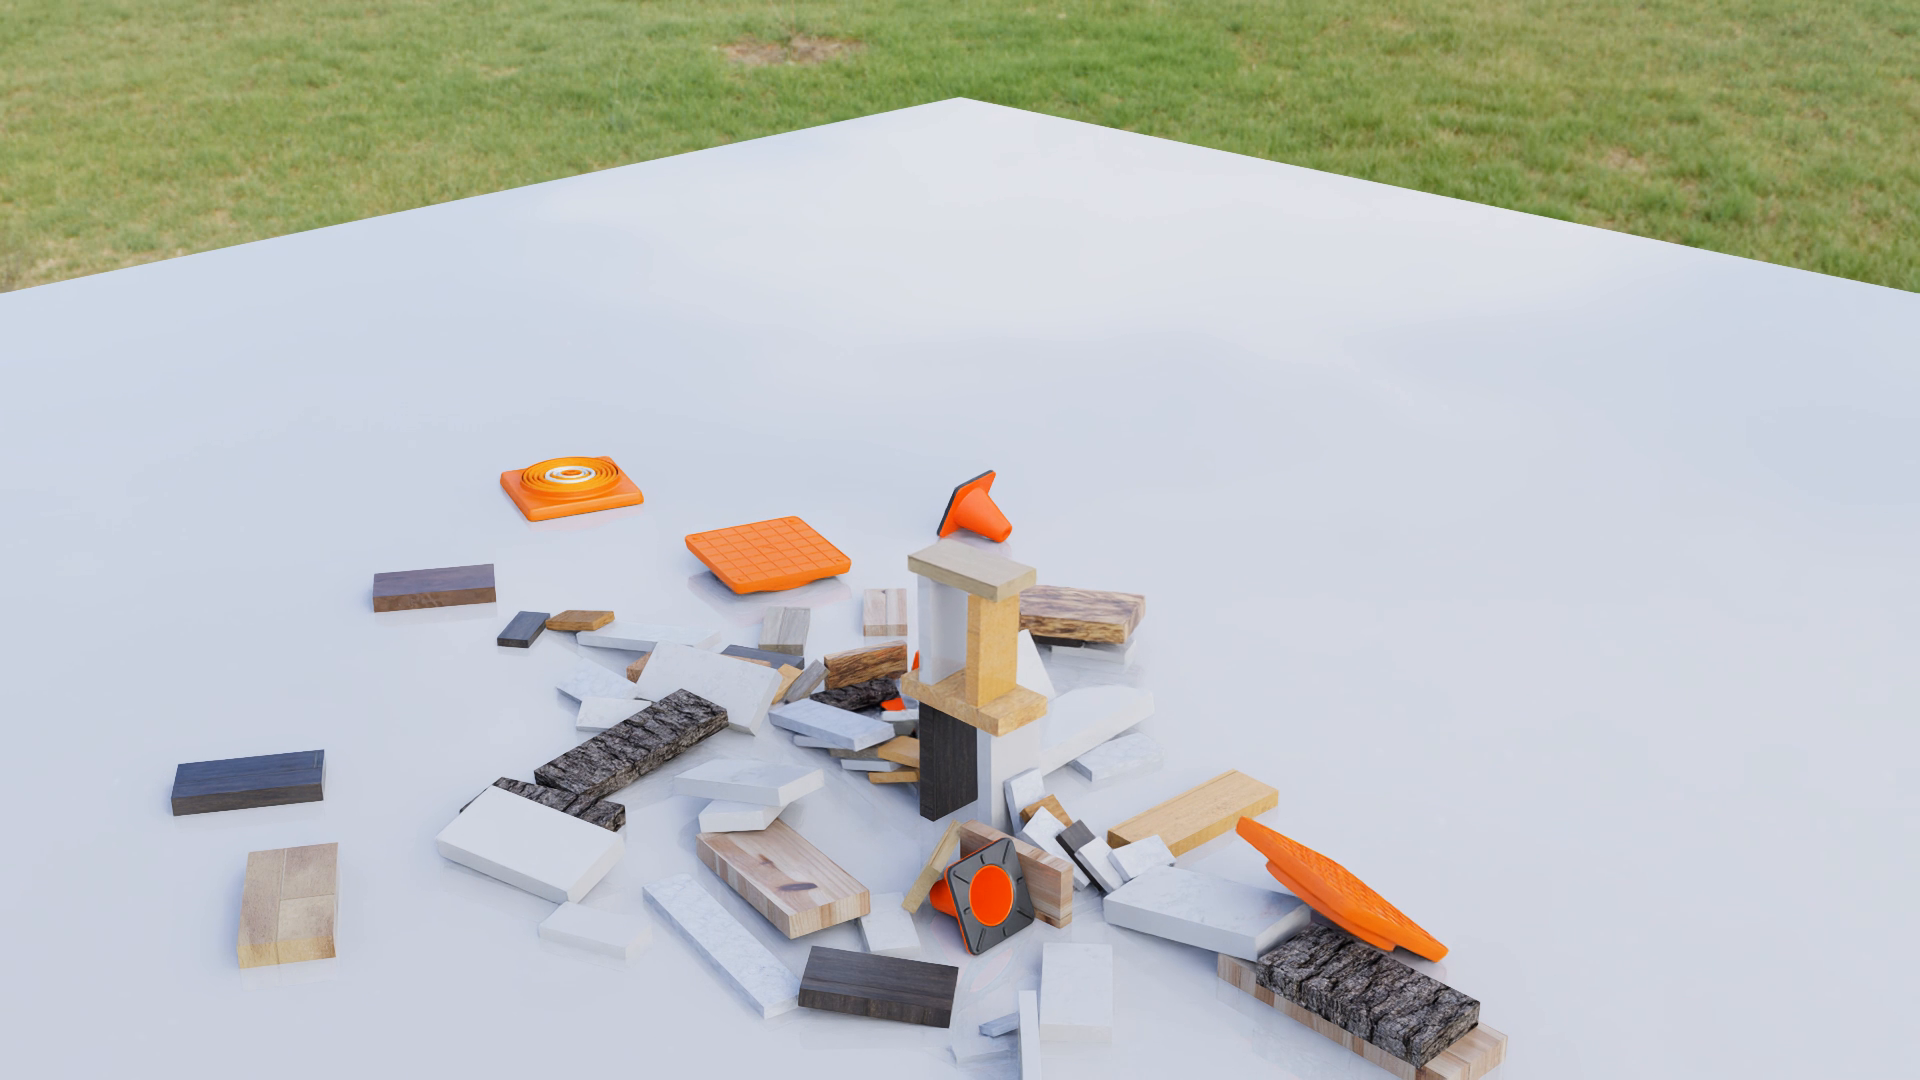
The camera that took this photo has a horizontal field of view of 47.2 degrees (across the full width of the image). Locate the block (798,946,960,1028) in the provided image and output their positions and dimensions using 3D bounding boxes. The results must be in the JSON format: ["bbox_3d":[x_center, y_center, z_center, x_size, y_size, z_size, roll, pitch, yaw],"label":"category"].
[{"bbox_3d":[-0.141,0.780,3.841,0.264,0.037,0.132,8,24,3],"label":"block"}]

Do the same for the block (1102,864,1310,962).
[{"bbox_3d":[0.449,0.678,4.021,0.340,0.048,0.170,7,21,42],"label":"block"}]

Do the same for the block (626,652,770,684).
[{"bbox_3d":[-0.590,0.301,4.973,0.292,0.041,0.146,7,22,24],"label":"block"}]

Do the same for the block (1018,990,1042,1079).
[{"bbox_3d":[0.114,0.857,3.607,0.029,0.104,0.258,0,23,0],"label":"block"}]

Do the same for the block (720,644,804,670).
[{"bbox_3d":[-0.464,0.286,5.053,0.190,0.027,0.095,9,25,20],"label":"block"}]

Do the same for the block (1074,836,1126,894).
[{"bbox_3d":[0.284,0.628,4.170,0.066,0.019,0.132,-24,65,-44],"label":"block"}]

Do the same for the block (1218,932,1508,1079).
[{"bbox_3d":[0.688,0.804,3.803,0.170,0.048,0.491,-20,30,-39],"label":"block"}]

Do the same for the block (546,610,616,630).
[{"bbox_3d":[-0.905,0.191,5.239,0.153,0.022,0.076,0,19,34],"label":"block"}]

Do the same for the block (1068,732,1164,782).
[{"bbox_3d":[0.330,0.458,4.649,0.187,0.025,0.089,-14,27,-29],"label":"block"}]

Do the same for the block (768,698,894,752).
[{"bbox_3d":[-0.277,0.391,4.683,0.096,0.027,0.369,-18,15,-31],"label":"block"}]

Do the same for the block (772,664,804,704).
[{"bbox_3d":[-0.406,0.323,4.939,0.055,0.016,0.111,20,44,30],"label":"block"}]

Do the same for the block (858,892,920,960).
[{"bbox_3d":[-0.135,0.712,4.050,0.092,0.026,0.184,-5,23,-11],"label":"block"}]

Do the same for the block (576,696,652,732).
[{"bbox_3d":[-0.752,0.383,4.784,0.153,0.022,0.076,4,53,9],"label":"block"}]

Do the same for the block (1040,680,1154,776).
[{"bbox_3d":[0.221,0.404,4.707,0.175,0.050,0.411,8,22,42],"label":"block"}]

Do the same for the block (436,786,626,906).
[{"bbox_3d":[-0.830,0.590,4.247,0.333,0.047,0.167,16,41,28],"label":"block"}]

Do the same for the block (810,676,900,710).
[{"bbox_3d":[-0.226,0.345,4.887,0.193,0.027,0.096,-12,13,-26],"label":"block"}]

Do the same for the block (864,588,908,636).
[{"bbox_3d":[-0.181,0.174,5.313,0.105,0.030,0.210,-1,23,-2],"label":"block"}]

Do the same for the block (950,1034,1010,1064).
[{"bbox_3d":[0.034,0.860,3.716,0.094,0.013,0.047,-6,24,-14],"label":"block"}]

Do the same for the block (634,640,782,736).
[{"bbox_3d":[-0.558,0.323,4.844,0.314,0.041,0.146,12,64,27],"label":"block"}]

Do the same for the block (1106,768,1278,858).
[{"bbox_3d":[0.469,0.556,4.407,0.371,0.035,0.124,-19,30,-38],"label":"block"}]

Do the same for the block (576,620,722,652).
[{"bbox_3d":[-0.724,0.226,5.106,0.370,0.027,0.095,3,21,36],"label":"block"}]

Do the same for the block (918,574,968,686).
[{"bbox_3d":[-0.034,0.159,4.307,0.032,0.228,0.114,16,28,35],"label":"block"}]

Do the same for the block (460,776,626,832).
[{"bbox_3d":[-0.835,0.554,4.403,0.293,0.042,0.147,10,25,21],"label":"block"}]

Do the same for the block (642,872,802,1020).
[{"bbox_3d":[-0.431,0.732,4.003,0.092,0.026,0.471,-15,27,-31],"label":"block"}]

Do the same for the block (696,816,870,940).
[{"bbox_3d":[-0.340,0.632,4.173,0.167,0.047,0.397,-14,22,-29],"label":"block"}]

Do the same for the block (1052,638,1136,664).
[{"bbox_3d":[0.313,0.248,5.145,0.177,0.025,0.089,9,24,19],"label":"block"}]

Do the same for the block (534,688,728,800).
[{"bbox_3d":[-0.688,0.437,4.627,0.147,0.042,0.405,20,36,38],"label":"block"}]

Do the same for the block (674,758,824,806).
[{"bbox_3d":[-0.423,0.483,4.401,0.286,0.037,0.132,1,14,38],"label":"block"}]

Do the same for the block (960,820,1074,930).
[{"bbox_3d":[0.104,0.626,4.128,0.248,0.124,0.035,19,30,38],"label":"block"}]

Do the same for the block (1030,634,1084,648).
[{"bbox_3d":[0.196,0.209,5.170,0.210,0.030,0.105,5,23,20],"label":"block"}]

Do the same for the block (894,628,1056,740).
[{"bbox_3d":[0.038,0.328,4.770,0.350,0.175,0.050,-19,-7,-37],"label":"block"}]

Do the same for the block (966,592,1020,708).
[{"bbox_3d":[0.062,0.196,4.218,0.032,0.228,0.114,21,31,37],"label":"block"}]
